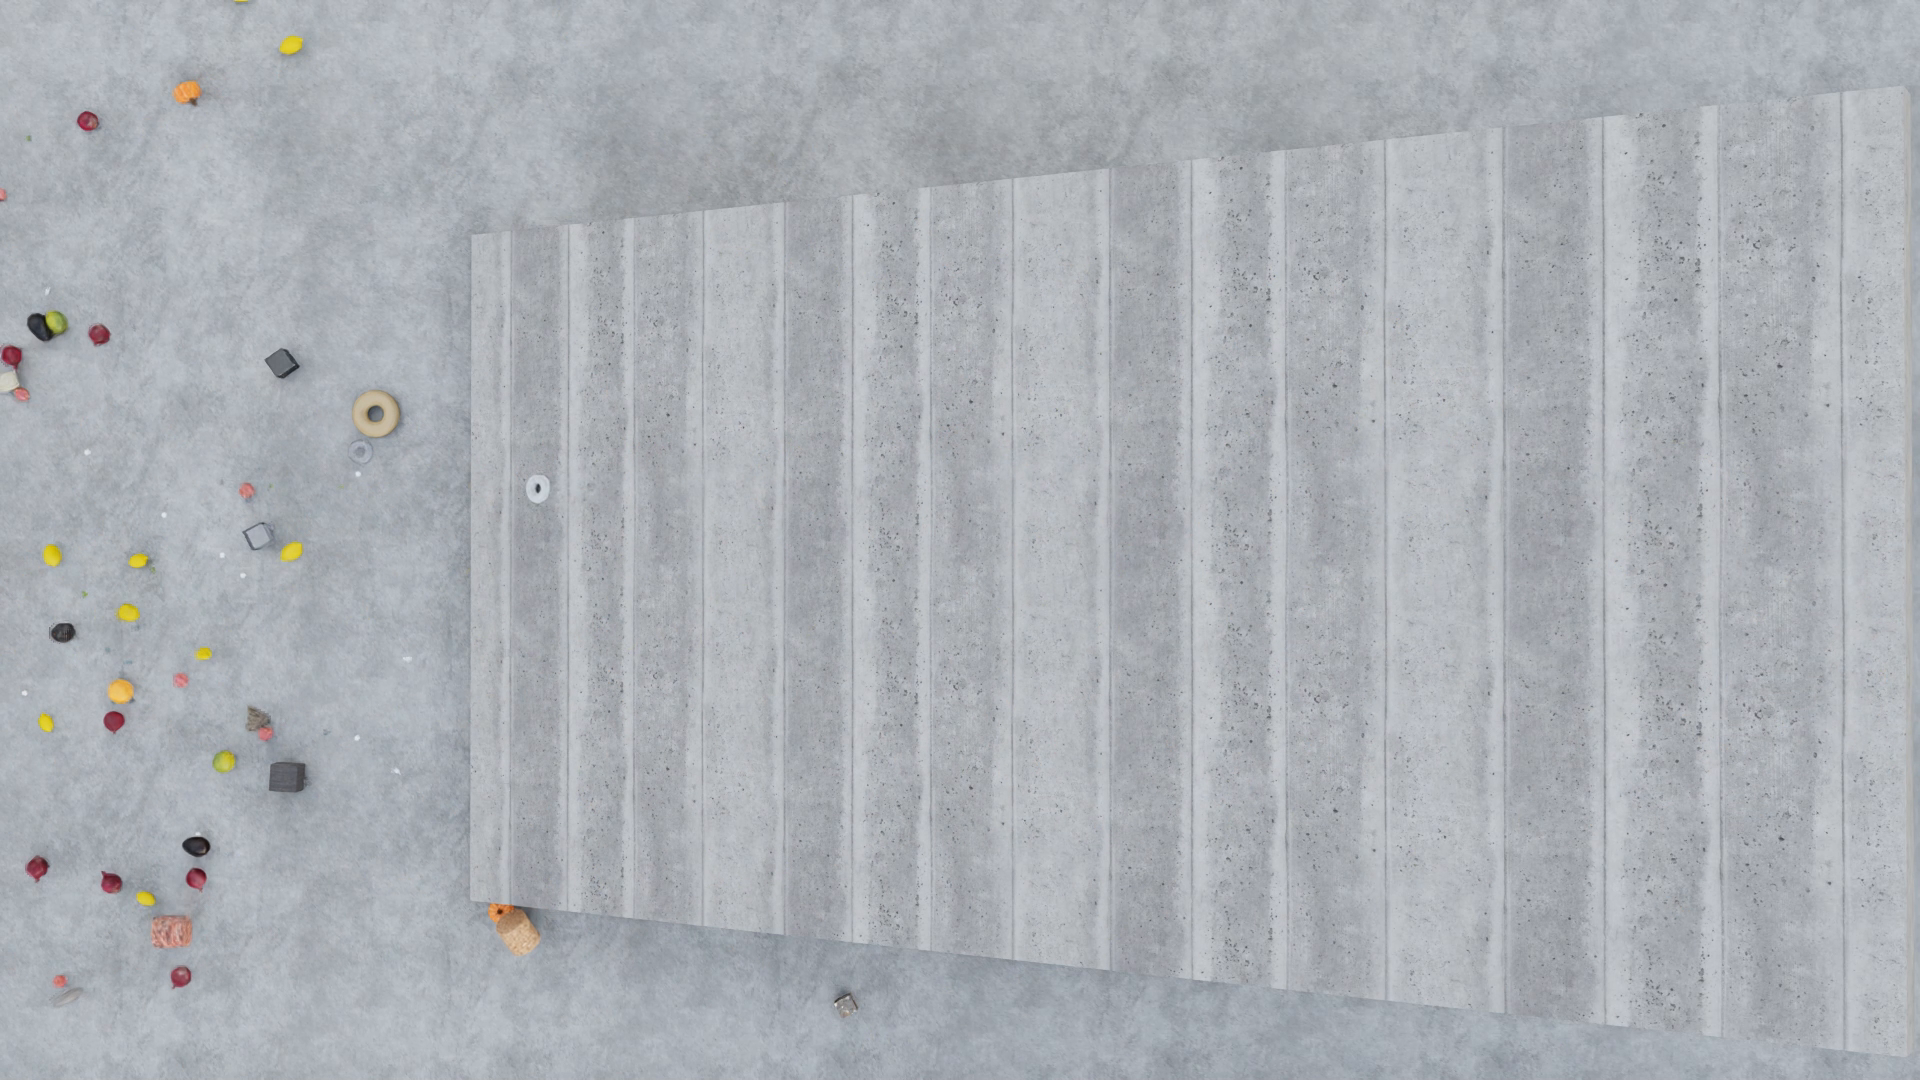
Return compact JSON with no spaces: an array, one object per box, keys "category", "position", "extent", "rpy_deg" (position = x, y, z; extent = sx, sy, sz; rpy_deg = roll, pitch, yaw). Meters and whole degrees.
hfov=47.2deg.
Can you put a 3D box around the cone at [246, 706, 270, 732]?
[{"category":"cone","position":[-2.146,0.531,6.673],"extent":[0.073,0.073,0.073],"rpy_deg":[-38,63,0]}]

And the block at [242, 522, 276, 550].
[{"category":"block","position":[-2.123,-0.011,6.663],"extent":[0.063,0.063,0.063],"rpy_deg":[-27,90,0]}]

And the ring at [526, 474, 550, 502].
[{"category":"ring","position":[-1.237,-0.151,6.452],"extent":[0.085,0.028,0.085],"rpy_deg":[-1,87,32]}]

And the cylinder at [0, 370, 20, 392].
[{"category":"cylinder","position":[-2.884,-0.480,6.666],"extent":[0.054,0.054,0.054],"rpy_deg":[-18,89,-14]}]

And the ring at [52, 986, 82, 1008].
[{"category":"ring","position":[-2.693,1.380,6.637],"extent":[0.093,0.093,0.031],"rpy_deg":[-29,92,0]}]

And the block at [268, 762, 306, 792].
[{"category":"block","position":[-2.034,0.717,6.647],"extent":[0.081,0.081,0.081],"rpy_deg":[3,89,0]}]

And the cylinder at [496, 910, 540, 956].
[{"category":"cylinder","position":[-1.329,1.181,6.616],"extent":[0.098,0.098,0.098],"rpy_deg":[-27,122,0]}]

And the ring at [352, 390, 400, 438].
[{"category":"ring","position":[-1.773,-0.383,6.674],"extent":[0.145,0.048,0.145],"rpy_deg":[0,91,0]}]

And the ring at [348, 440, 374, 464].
[{"category":"ring","position":[-1.822,-0.268,6.684],"extent":[0.077,0.026,0.077],"rpy_deg":[0,91,0]}]

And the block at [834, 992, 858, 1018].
[{"category":"block","position":[-0.345,1.408,6.655],"extent":[0.053,0.053,0.053],"rpy_deg":[-26,90,0]}]

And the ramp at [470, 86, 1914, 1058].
[{"category":"ramp","position":[0.264,0.073,5.610],"extent":[4.000,0.100,2.000],"rpy_deg":[0,89,31]}]

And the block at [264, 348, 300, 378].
[{"category":"block","position":[-2.055,-0.536,6.667],"extent":[0.064,0.064,0.064],"rpy_deg":[-35,90,0]}]
